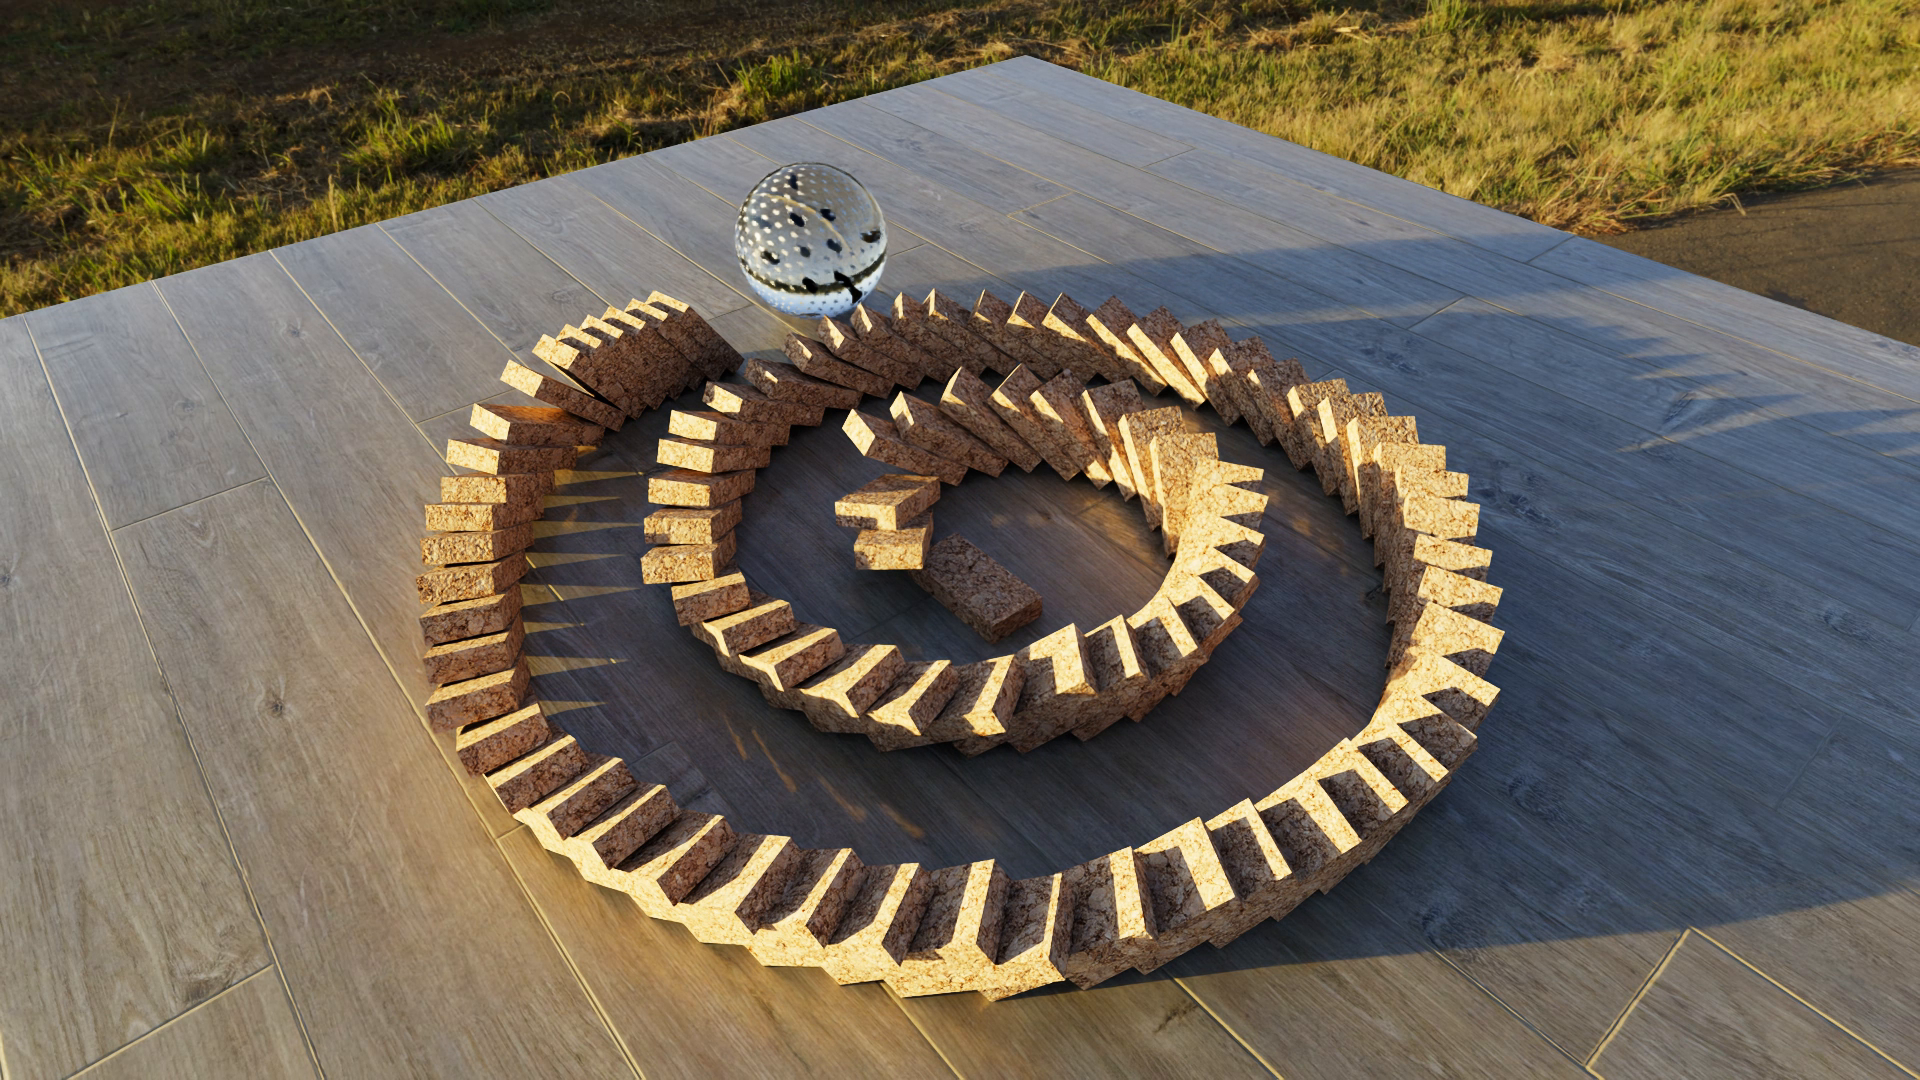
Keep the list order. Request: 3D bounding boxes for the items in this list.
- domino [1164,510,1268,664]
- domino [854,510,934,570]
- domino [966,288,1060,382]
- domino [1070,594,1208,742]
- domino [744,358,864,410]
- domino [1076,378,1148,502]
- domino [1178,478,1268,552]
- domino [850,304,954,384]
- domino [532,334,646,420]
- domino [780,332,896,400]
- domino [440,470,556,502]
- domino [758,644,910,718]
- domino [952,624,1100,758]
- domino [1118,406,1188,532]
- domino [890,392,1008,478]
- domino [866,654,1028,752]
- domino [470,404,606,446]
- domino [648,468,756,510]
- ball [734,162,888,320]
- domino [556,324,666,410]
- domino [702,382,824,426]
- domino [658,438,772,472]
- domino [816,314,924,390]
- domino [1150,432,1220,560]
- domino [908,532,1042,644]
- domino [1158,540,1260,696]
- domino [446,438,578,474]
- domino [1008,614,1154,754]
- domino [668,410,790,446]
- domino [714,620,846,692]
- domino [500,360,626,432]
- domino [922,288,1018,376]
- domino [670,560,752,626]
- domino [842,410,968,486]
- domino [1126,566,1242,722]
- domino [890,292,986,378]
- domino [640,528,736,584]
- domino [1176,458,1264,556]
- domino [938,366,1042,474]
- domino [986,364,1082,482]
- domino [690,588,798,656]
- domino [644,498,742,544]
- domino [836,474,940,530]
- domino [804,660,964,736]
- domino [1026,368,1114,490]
[{"bbox_3d":[0.089,0.017,0.401,0.025,0.009,0.050,25,82,27],"label":"domino"},{"bbox_3d":[-0.025,-0.001,0.429,0.025,0.010,0.050,-1,16,4],"label":"domino"},{"bbox_3d":[0.029,-0.102,0.548,0.050,0.009,0.025,31,39,-13],"label":"domino"},{"bbox_3d":[0.055,0.043,0.368,0.050,0.010,0.025,-36,44,13],"label":"domino"},{"bbox_3d":[-0.073,-0.073,0.515,0.050,0.009,0.025,2,29,-45],"label":"domino"},{"bbox_3d":[0.073,-0.043,0.475,0.025,0.009,0.050,-17,75,-26],"label":"domino"},{"bbox_3d":[0.096,0.004,0.415,0.025,0.010,0.050,18,79,16],"label":"domino"},{"bbox_3d":[-0.028,-0.096,0.539,0.050,0.010,0.025,22,26,-33],"label":"domino"},{"bbox_3d":[-0.169,-0.074,0.505,0.025,0.050,0.010,26,81,28],"label":"domino"},{"bbox_3d":[-0.058,-0.083,0.524,0.050,0.009,0.025,13,25,-43],"label":"domino"},{"bbox_3d":[-0.188,-0.022,0.450,0.025,0.009,0.050,0,7,1],"label":"domino"},{"bbox_3d":[-0.043,0.046,0.368,0.050,0.009,0.025,-4,29,47],"label":"domino"},{"bbox_3d":[0.020,0.050,0.361,0.050,0.010,0.025,-29,38,20],"label":"domino"},{"bbox_3d":[0.086,-0.030,0.460,0.025,0.010,0.050,-10,73,-12],"label":"domino"},{"bbox_3d":[-0.004,-0.046,0.479,0.050,0.009,0.025,19,30,-31],"label":"domino"},{"bbox_3d":[-0.005,0.054,0.359,0.050,0.009,0.025,-16,30,32],"label":"domino"},{"bbox_3d":[-0.186,-0.051,0.487,0.025,0.010,0.050,26,16,28],"label":"domino"},{"bbox_3d":[-0.106,-0.023,0.454,0.025,0.010,0.050,7,12,9],"label":"domino"},{"bbox_3d":[-0.078,-0.157,0.579,0.080,0.080,0.080,0,39,0],"label":"ball"},{"bbox_3d":[-0.162,-0.080,0.511,0.025,0.050,0.009,26,80,28],"label":"domino"},{"bbox_3d":[-0.089,-0.062,0.500,0.025,0.009,0.050,29,19,34],"label":"domino"},{"bbox_3d":[-0.104,-0.037,0.469,0.025,0.009,0.050,12,10,16],"label":"domino"},{"bbox_3d":[-0.043,-0.090,0.531,0.050,0.010,0.025,18,23,-41],"label":"domino"},{"bbox_3d":[0.093,-0.018,0.446,0.025,0.009,0.050,-3,72,-4],"label":"domino"},{"bbox_3d":[0.005,0.018,0.422,0.025,0.010,0.050,-28,47,-30],"label":"domino"},{"bbox_3d":[0.080,0.027,0.388,0.025,0.009,0.050,36,89,36],"label":"domino"},{"bbox_3d":[-0.190,-0.036,0.469,0.025,0.009,0.050,13,10,16],"label":"domino"},{"bbox_3d":[0.037,0.048,0.363,0.050,0.009,0.025,-31,39,18],"label":"domino"},{"bbox_3d":[-0.100,-0.049,0.483,0.025,0.010,0.050,17,12,27],"label":"domino"},{"bbox_3d":[-0.063,0.038,0.379,0.025,0.009,0.050,-29,19,-30],"label":"domino"},{"bbox_3d":[-0.178,-0.064,0.496,0.025,0.050,0.009,26,90,30],"label":"domino"},{"bbox_3d":[0.005,-0.103,0.547,0.050,0.009,0.025,29,31,-21],"label":"domino"},{"bbox_3d":[-0.092,0.018,0.401,0.025,0.010,0.050,-15,12,-13],"label":"domino"},{"bbox_3d":[-0.023,-0.039,0.469,0.050,0.009,0.025,16,23,-38],"label":"domino"},{"bbox_3d":[0.069,0.036,0.377,0.050,0.009,0.025,-45,50,5],"label":"domino"},{"bbox_3d":[-0.011,-0.101,0.545,0.050,0.009,0.025,27,32,-23],"label":"domino"},{"bbox_3d":[-0.102,0.005,0.418,0.025,0.010,0.050,-4,11,-1],"label":"domino"},{"bbox_3d":[0.100,-0.005,0.427,0.025,0.010,0.050,12,78,14],"label":"domino"},{"bbox_3d":[0.016,-0.053,0.487,0.050,0.009,0.025,35,37,-12],"label":"domino"},{"bbox_3d":[0.037,-0.052,0.485,0.050,0.010,0.025,44,46,-6],"label":"domino"},{"bbox_3d":[-0.078,0.028,0.390,0.025,0.009,0.050,-22,14,-24],"label":"domino"},{"bbox_3d":[-0.105,-0.008,0.435,0.025,0.009,0.050,0,11,2],"label":"domino"},{"bbox_3d":[-0.028,-0.016,0.447,0.025,0.009,0.050,5,18,18],"label":"domino"},{"bbox_3d":[-0.026,0.052,0.361,0.050,0.009,0.025,-8,29,43],"label":"domino"},{"bbox_3d":[0.054,-0.049,0.481,0.050,0.009,0.025,50,50,0],"label":"domino"}]
